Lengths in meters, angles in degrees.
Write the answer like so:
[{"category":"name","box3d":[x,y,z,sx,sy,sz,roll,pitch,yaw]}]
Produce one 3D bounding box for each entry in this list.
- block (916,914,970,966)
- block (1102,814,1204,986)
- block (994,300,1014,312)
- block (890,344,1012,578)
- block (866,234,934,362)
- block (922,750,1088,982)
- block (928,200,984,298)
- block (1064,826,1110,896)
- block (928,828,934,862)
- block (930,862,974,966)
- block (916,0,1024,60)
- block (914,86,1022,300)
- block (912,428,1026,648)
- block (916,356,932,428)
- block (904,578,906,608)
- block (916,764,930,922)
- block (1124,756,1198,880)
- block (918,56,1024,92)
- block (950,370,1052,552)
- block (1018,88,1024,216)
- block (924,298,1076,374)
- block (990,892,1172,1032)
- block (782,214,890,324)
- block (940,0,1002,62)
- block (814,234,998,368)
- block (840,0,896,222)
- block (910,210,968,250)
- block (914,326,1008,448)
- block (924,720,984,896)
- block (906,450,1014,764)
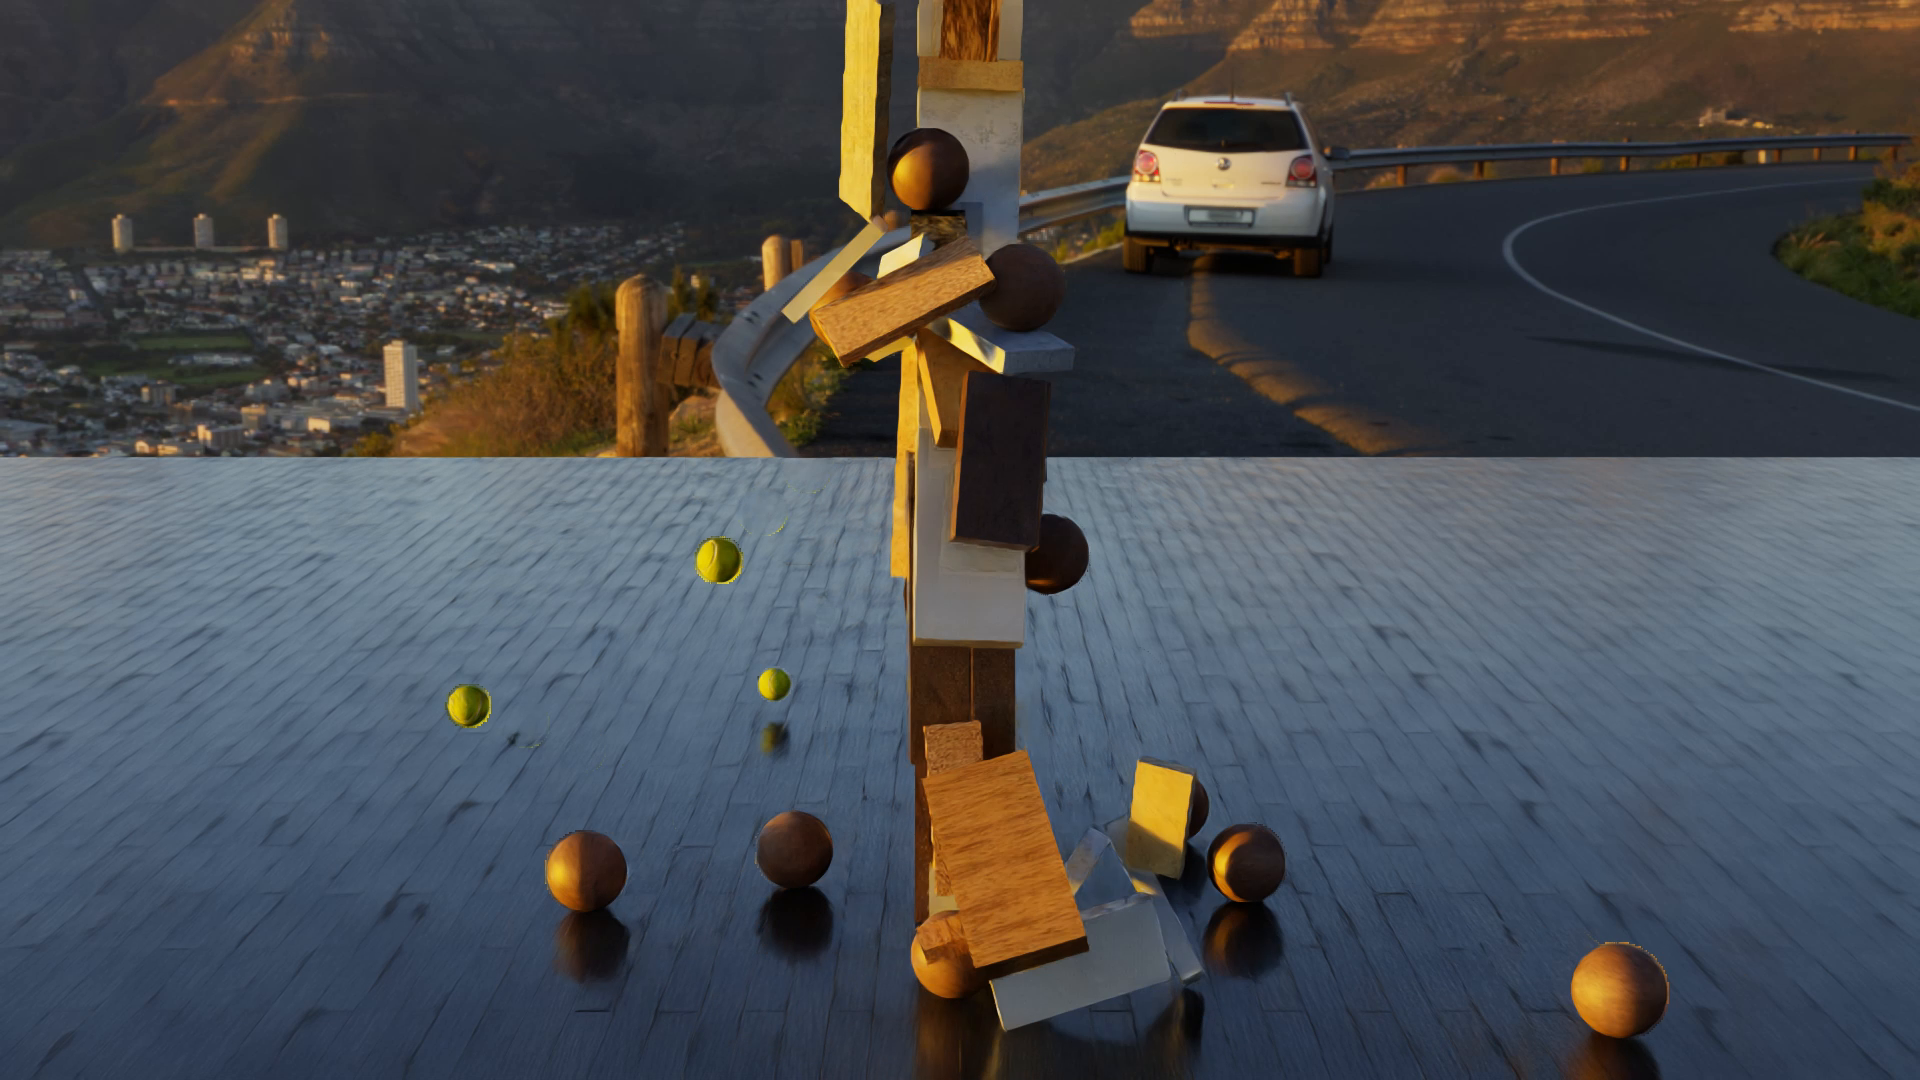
[{"category":"block","box3d":[0.024,0.553,3.129,0.166,0.023,0.083,-17,15,-5]},{"category":"block","box3d":[0.287,0.533,3.244,0.035,0.250,0.125,-27,-17,-1]},{"category":"block","box3d":[0.000,-0.378,3.604,0.169,0.048,0.338,3,13,0]},{"category":"block","box3d":[-0.012,-0.127,3.460,0.169,0.378,0.048,3,0,13]},{"category":"block","box3d":[-0.093,-0.364,3.313,0.026,0.185,0.092,32,-36,-34]},{"category":"block","box3d":[0.062,0.459,3.125,0.159,0.045,0.318,-16,52,-2]},{"category":"block","box3d":[-0.006,-0.451,3.465,0.085,0.170,0.024,2,-19,-5]},{"category":"block","box3d":[0.137,0.539,3.234,0.035,0.250,0.125,33,-8,8]},{"category":"block","box3d":[-0.004,0.457,3.390,0.085,0.024,0.169,0,11,0]},{"category":"block","box3d":[-0.004,0.563,3.348,0.085,0.169,0.024,0,8,0]},{"category":"block","box3d":[0.021,-0.937,3.504,0.165,0.330,0.047,2,12,-5]},{"category":"block","box3d":[0.011,-0.555,3.529,0.165,0.329,0.047,2,2,-5]},{"category":"block","box3d":[0.014,-0.004,3.214,0.159,0.318,0.045,2,-15,-6]},{"category":"block","box3d":[-0.025,-0.287,3.376,0.085,0.321,0.024,0,-20,-4]},{"category":"block","box3d":[-0.034,0.043,3.549,0.104,0.030,0.209,-3,30,2]},{"category":"block","box3d":[0.000,0.472,3.527,0.142,0.283,0.040,0,9,0]},{"category":"block","box3d":[0.287,0.397,3.144,0.083,0.166,0.023,13,21,21]},{"category":"block","box3d":[0.017,-0.769,3.617,0.165,0.047,0.329,3,12,-1]},{"category":"block","box3d":[0.058,-0.113,3.137,0.122,0.245,0.035,8,-14,-12]},{"category":"block","box3d":[0.020,-0.603,3.747,0.165,0.329,0.047,3,0,0]},{"category":"block","box3d":[0.051,-0.305,3.266,0.122,0.035,0.245,-6,26,-32]},{"category":"block","box3d":[0.165,0.598,3.123,0.250,0.125,0.035,-16,13,-6]},{"category":"block","box3d":[-0.179,-0.392,3.176,0.184,0.026,0.092,-43,8,14]},{"category":"block","box3d":[0.019,-0.829,3.396,0.090,0.180,0.025,3,39,-3]},{"category":"block","box3d":[-0.078,-0.344,3.154,0.250,0.092,0.026,-27,-30,-5]},{"category":"block","box3d":[-0.143,-0.664,3.346,0.026,0.362,0.090,-20,45,-29]},{"category":"block","box3d":[-0.029,-0.443,3.404,0.085,0.024,0.170,-1,51,-6]},{"category":"block","box3d":[0.011,-0.226,3.261,0.122,0.035,0.245,3,42,-14]},{"category":"block","box3d":[-0.003,0.399,3.260,0.083,0.258,0.023,-5,12,-6]},{"category":"block","box3d":[0.001,0.099,3.320,0.159,0.472,0.045,-1,6,-7]}]
